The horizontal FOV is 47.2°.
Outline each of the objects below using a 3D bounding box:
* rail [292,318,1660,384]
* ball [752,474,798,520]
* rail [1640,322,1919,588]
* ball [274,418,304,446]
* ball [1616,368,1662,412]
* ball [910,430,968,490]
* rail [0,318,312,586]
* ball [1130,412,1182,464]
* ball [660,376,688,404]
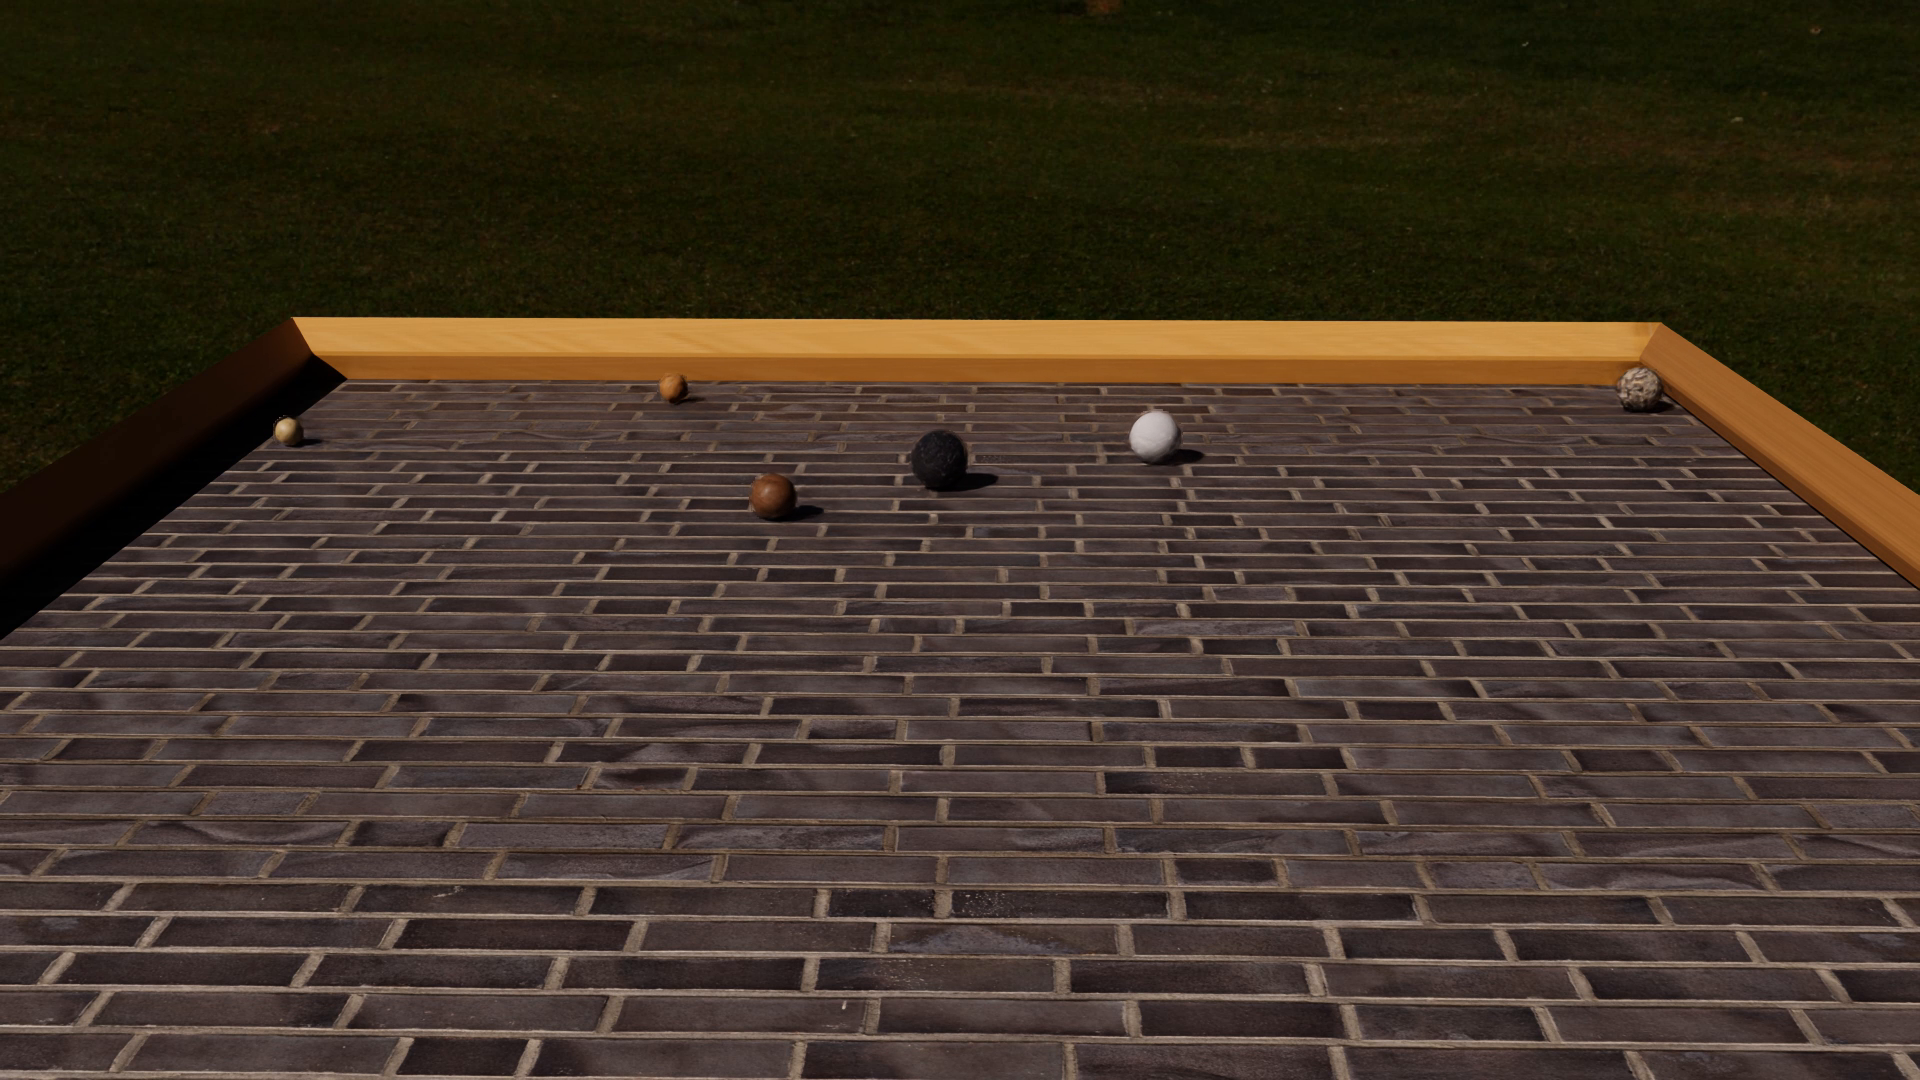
[{"bbox_3d":[0.021,-0.328,3.865,2.413,0.110,0.045,0,17,1],"label":"rail"},{"bbox_3d":[-0.258,-0.060,3.051,0.064,0.064,0.064,0,17,0],"label":"ball"},{"bbox_3d":[1.161,0.295,1.776,0.045,0.110,4.362,0,17,1],"label":"rail"},{"bbox_3d":[-1.054,-0.170,3.456,0.044,0.044,0.044,0,17,0],"label":"ball"},{"bbox_3d":[1.136,-0.252,3.676,0.074,0.074,0.074,0,17,0],"label":"ball"},{"bbox_3d":[-0.031,-0.116,3.204,0.085,0.085,0.085,0,17,0],"label":"ball"},{"bbox_3d":[-1.204,0.282,1.821,0.045,0.110,4.362,0,17,1],"label":"rail"},{"bbox_3d":[0.298,-0.156,3.345,0.079,0.079,0.079,0,17,0],"label":"ball"},{"bbox_3d":[-0.487,-0.257,3.739,0.047,0.047,0.047,0,17,0],"label":"ball"}]
